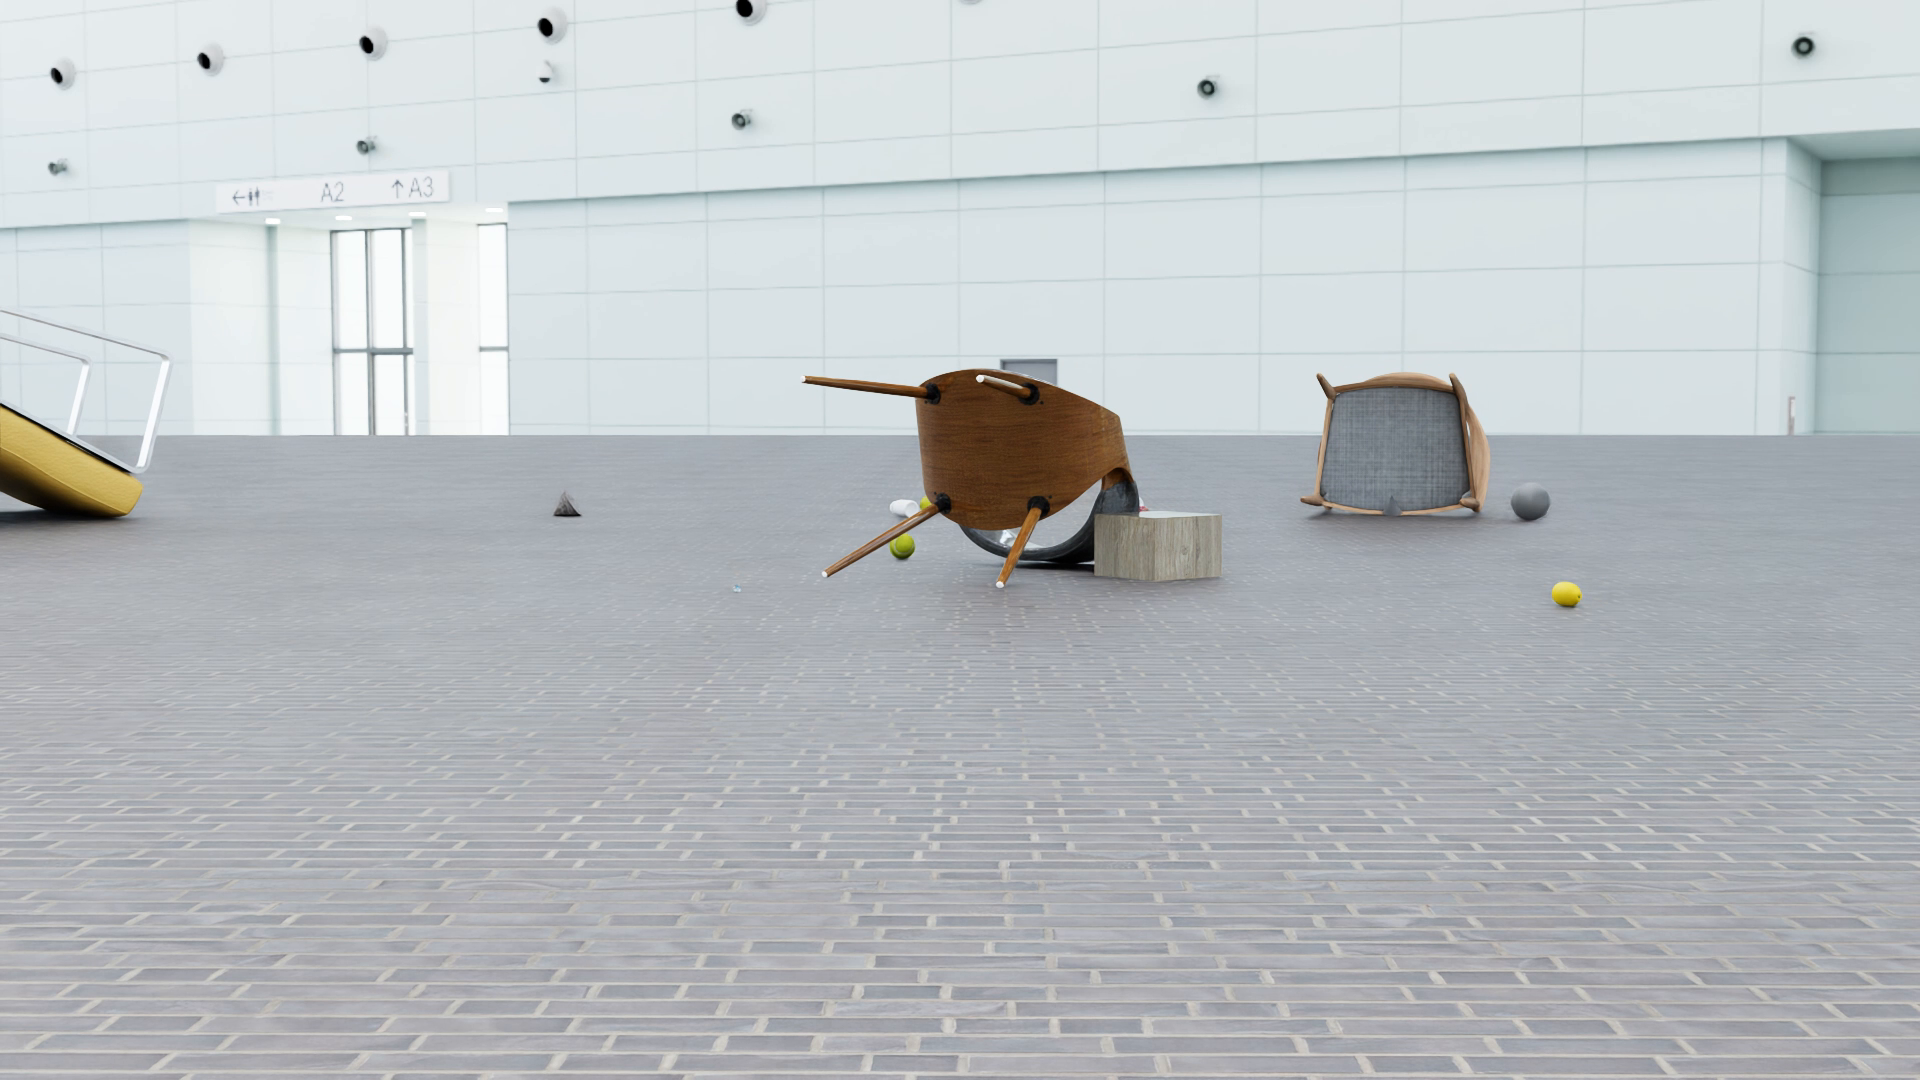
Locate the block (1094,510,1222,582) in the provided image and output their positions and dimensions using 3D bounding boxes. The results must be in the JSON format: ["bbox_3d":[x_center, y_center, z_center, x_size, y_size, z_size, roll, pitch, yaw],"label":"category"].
[{"bbox_3d":[0.476,0.012,5.291,0.219,0.148,0.213,-3,5,-38],"label":"block"}]

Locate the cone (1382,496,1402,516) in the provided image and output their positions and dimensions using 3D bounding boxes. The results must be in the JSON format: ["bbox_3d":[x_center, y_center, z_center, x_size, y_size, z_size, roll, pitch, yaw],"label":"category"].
[{"bbox_3d":[1.528,-0.128,7.774,0.070,0.071,0.054,6,30,25],"label":"cone"}]

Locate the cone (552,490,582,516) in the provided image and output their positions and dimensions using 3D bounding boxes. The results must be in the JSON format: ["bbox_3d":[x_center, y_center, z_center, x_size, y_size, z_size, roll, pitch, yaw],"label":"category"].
[{"bbox_3d":[-1.409,-0.110,7.794,0.087,0.112,0.121,-33,-8,1],"label":"cone"}]

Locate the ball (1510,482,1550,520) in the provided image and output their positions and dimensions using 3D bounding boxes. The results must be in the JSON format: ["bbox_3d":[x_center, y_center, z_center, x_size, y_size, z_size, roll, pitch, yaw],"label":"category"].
[{"bbox_3d":[1.947,-0.131,7.505,0.131,0.131,0.131,0,4,0],"label":"ball"}]
